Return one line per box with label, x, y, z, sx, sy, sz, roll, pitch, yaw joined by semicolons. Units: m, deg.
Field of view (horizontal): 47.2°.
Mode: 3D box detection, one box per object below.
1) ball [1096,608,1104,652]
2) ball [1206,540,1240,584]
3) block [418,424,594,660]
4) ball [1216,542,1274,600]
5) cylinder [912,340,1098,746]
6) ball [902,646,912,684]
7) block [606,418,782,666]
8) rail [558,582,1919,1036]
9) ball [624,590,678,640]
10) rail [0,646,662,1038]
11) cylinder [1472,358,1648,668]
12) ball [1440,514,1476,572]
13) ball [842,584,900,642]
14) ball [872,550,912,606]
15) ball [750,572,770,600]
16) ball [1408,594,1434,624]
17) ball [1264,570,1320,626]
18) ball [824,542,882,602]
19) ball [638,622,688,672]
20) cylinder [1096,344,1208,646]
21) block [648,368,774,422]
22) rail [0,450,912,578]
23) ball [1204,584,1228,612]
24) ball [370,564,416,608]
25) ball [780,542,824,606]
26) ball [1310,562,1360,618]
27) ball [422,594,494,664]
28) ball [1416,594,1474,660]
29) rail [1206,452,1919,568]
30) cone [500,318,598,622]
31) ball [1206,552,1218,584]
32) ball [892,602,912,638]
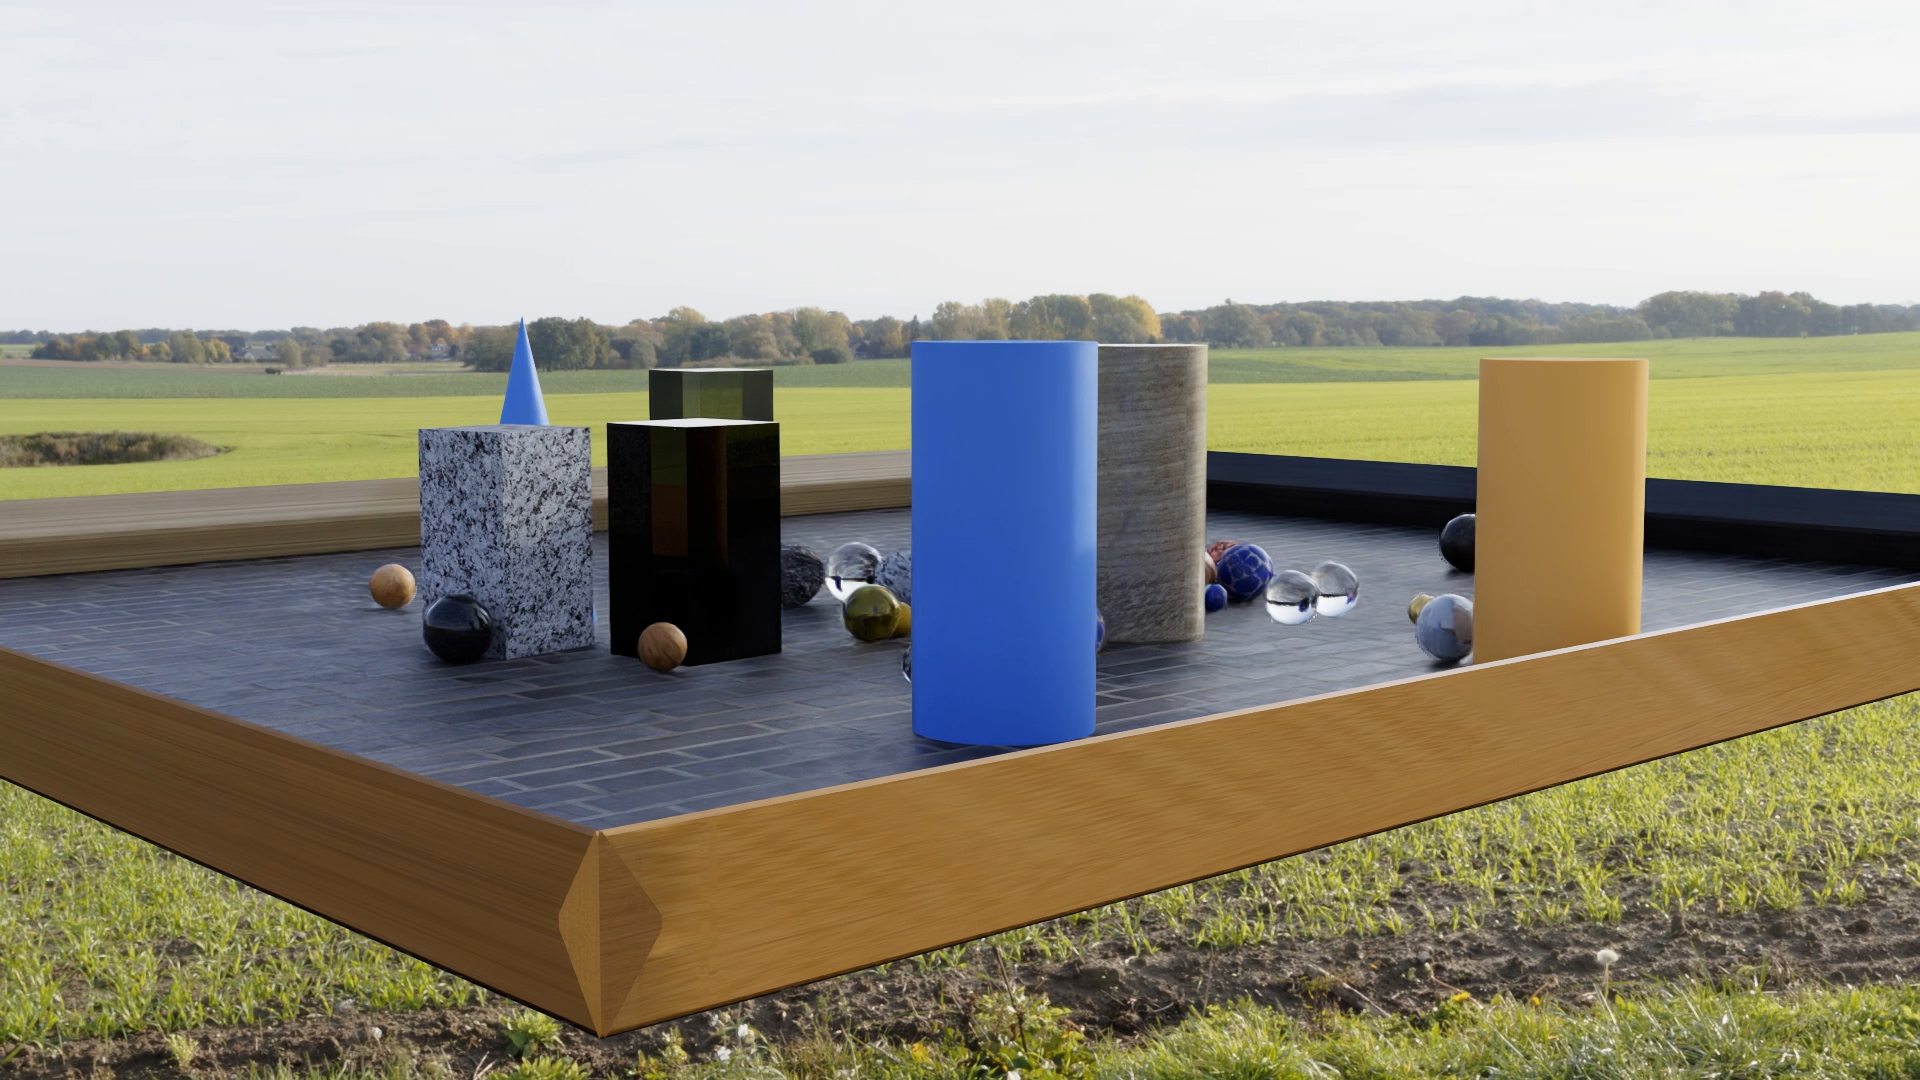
ball;0.139;0.112;2.776;0.087;0.087;0.087;0;6;0
ball;0.423;0.042;3.473;0.083;0.083;0.083;0;6;0
block;-0.598;-0.003;2.903;0.157;0.290;0.157;4;7;35
ball;0.439;0.049;3.382;0.088;0.088;0.088;0;6;0
cylinder;0.047;-0.004;2.331;0.196;0.411;0.196;0;6;0
ball;-0.041;0.147;2.595;0.056;0.056;0.056;0;6;0
block;-0.343;-0.002;2.847;0.157;0.300;0.157;5;8;42
rail;0.881;0.132;2.382;3.038;0.127;0.045;-5;8;-42
ball;-0.415;0.103;2.949;0.071;0.071;0.071;0;6;0
rail;-1.099;0.139;2.323;0.045;0.127;2.645;-5;8;-42
cylinder;0.724;-0.025;2.657;0.196;0.386;0.196;0;6;0
ball;0.870;0.005;3.761;0.097;0.097;0.097;0;6;0
ball;-0.119;0.098;2.954;0.079;0.079;0.079;0;6;0
ball;-0.080;0.062;3.223;0.095;0.095;0.095;0;6;0
ball;-0.299;0.068;3.393;0.048;0.048;0.048;0;6;0
ball;0.653;0.100;3.093;0.046;0.046;0.046;0;6;0
ball;0.469;0.082;3.110;0.078;0.078;0.078;0;6;0
ball;-0.158;0.051;3.330;0.094;0.094;0.094;0;6;0
ball;-0.368;0.132;2.720;0.061;0.061;0.061;0;6;0
cylinder;0.237;-0.067;3.000;0.196;0.397;0.196;0;6;0
block;-0.441;-0.133;3.911;0.157;0.339;0.157;-5;8;-41
rail;-0.881;-0.066;4.281;3.038;0.127;0.045;-5;8;-42
ball;0.376;0.085;3.256;0.042;0.042;0.042;0;6;0
ball;-0.849;0.069;3.289;0.066;0.066;0.066;0;6;0
ball;-0.254;0.051;3.315;0.098;0.098;0.098;0;6;0
ball;0.541;0.073;3.197;0.079;0.079;0.079;0;6;0
ball;-0.634;0.112;2.779;0.088;0.088;0.088;0;6;0
ball;0.624;0.112;2.799;0.084;0.084;0.084;0;6;0
rail;1.099;-0.072;4.341;0.045;0.127;2.645;-5;8;-42
cone;-0.620;-0.102;3.136;0.196;0.438;0.196;0;6;0
ball;0.348;0.052;3.353;0.087;0.087;0.087;0;6;0
ball;-0.081;0.109;3.003;0.047;0.047;0.047;0;6;0
